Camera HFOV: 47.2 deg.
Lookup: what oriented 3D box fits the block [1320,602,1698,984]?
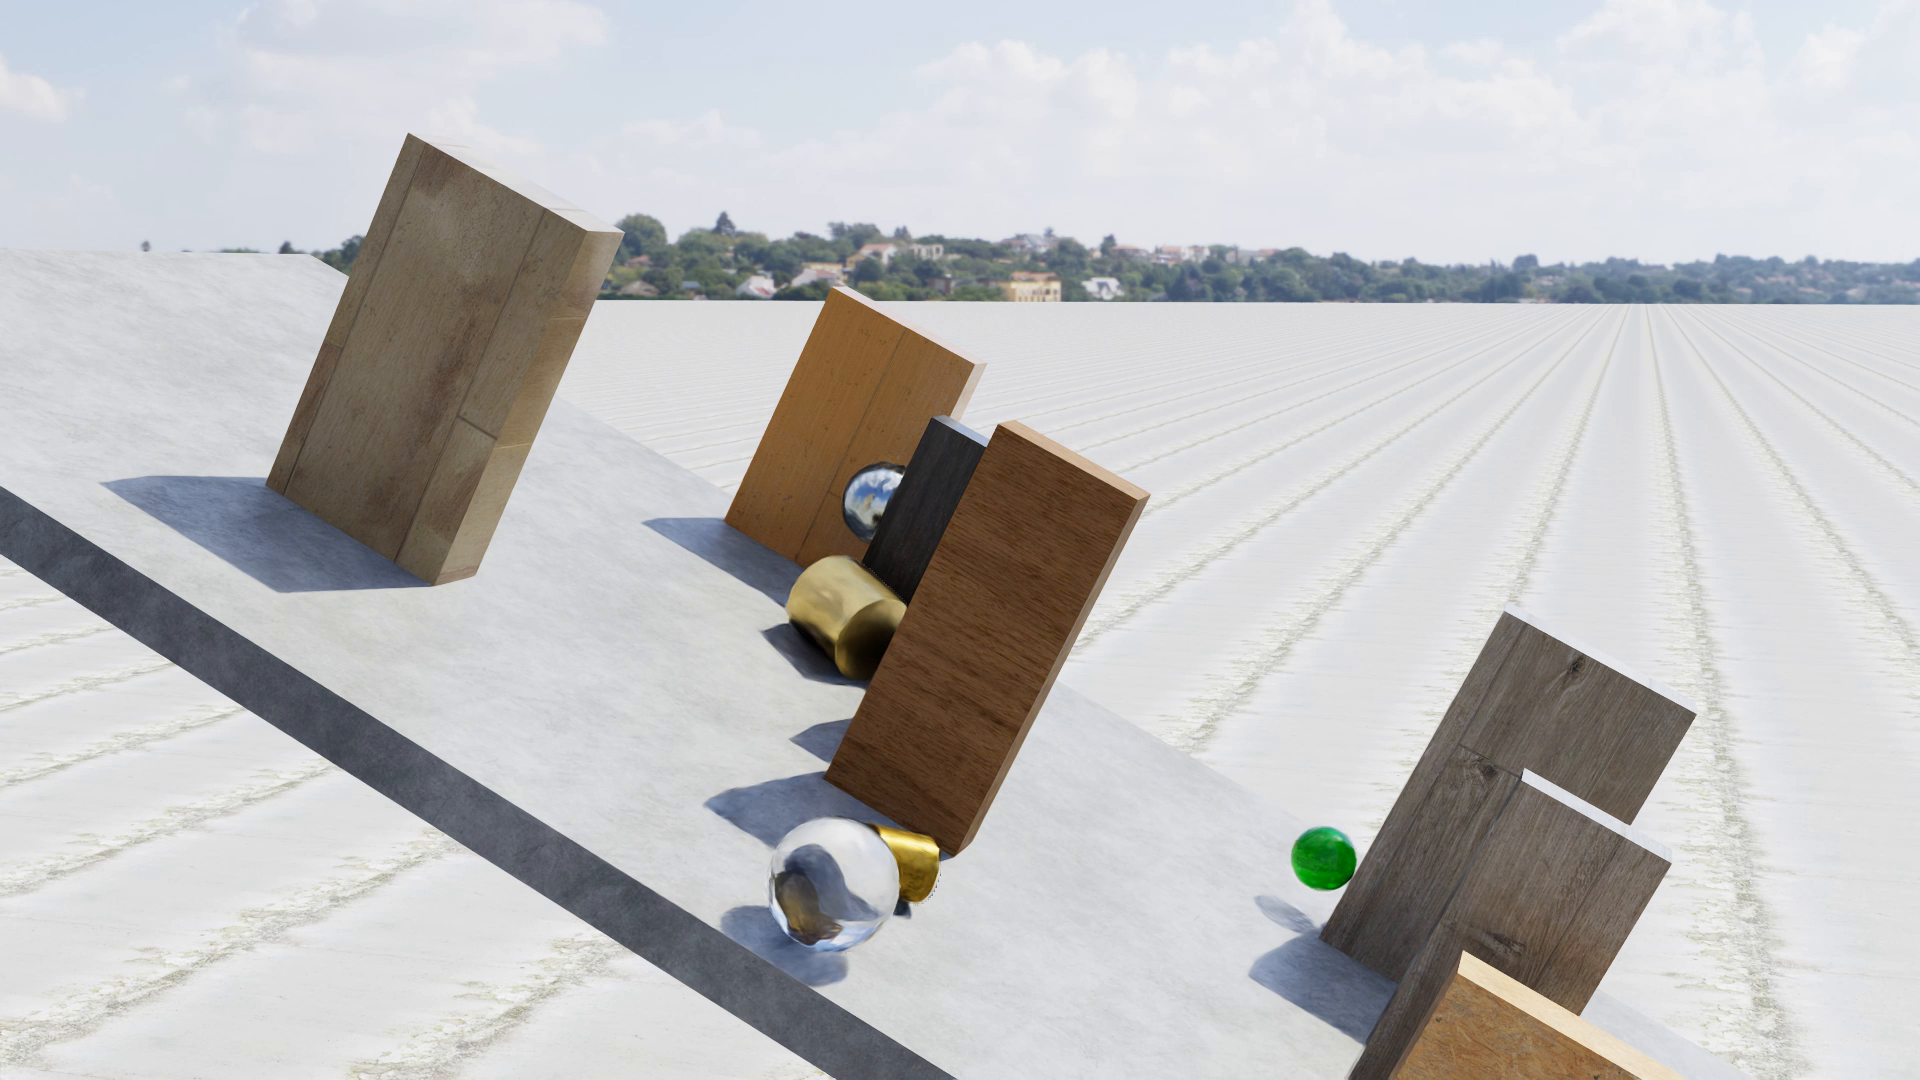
[{"bbox_3d":[1.038,0.538,4.195,0.390,0.737,0.120,29,14,12],"label":"block"}]

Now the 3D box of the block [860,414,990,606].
[{"bbox_3d":[0.013,0.051,4.622,0.389,0.500,0.089,29,14,12],"label":"block"}]

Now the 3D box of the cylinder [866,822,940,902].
[{"bbox_3d":[-0.109,0.516,3.518,0.109,0.109,0.109,18,-3,-31],"label":"cylinder"}]

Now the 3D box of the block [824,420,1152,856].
[{"bbox_3d":[0.043,0.171,3.801,0.271,0.707,0.106,29,14,12],"label":"block"}]

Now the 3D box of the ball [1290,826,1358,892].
[{"bbox_3d":[0.716,0.627,4.330,0.130,0.130,0.130,0,7,0],"label":"ball"}]

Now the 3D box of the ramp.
[{"bbox_3d":[-0.238,0.399,4.156,4.000,0.100,2.000,29,14,12],"label":"ramp"}]

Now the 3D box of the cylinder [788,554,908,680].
[{"bbox_3d":[-0.222,0.157,4.463,0.189,0.189,0.189,-5,31,-36],"label":"cylinder"}]

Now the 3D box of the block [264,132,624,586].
[{"bbox_3d":[-0.915,-0.317,3.889,0.377,0.691,0.144,29,14,12],"label":"block"}]

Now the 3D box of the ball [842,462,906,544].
[{"bbox_3d":[-0.163,-0.076,4.791,0.187,0.187,0.187,0,7,0],"label":"ball"}]

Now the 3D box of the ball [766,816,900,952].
[{"bbox_3d":[-0.187,0.505,3.233,0.198,0.198,0.198,0,7,0],"label":"ball"}]

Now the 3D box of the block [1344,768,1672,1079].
[{"bbox_3d":[0.802,0.697,3.341,0.242,0.664,0.084,29,14,12],"label":"block"}]

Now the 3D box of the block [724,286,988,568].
[{"bbox_3d":[-0.239,-0.218,4.948,0.371,0.596,0.098,29,14,12],"label":"block"}]

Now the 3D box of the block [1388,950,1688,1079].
[{"bbox_3d":[0.767,0.870,3.130,0.355,0.433,0.106,29,14,12],"label":"block"}]
